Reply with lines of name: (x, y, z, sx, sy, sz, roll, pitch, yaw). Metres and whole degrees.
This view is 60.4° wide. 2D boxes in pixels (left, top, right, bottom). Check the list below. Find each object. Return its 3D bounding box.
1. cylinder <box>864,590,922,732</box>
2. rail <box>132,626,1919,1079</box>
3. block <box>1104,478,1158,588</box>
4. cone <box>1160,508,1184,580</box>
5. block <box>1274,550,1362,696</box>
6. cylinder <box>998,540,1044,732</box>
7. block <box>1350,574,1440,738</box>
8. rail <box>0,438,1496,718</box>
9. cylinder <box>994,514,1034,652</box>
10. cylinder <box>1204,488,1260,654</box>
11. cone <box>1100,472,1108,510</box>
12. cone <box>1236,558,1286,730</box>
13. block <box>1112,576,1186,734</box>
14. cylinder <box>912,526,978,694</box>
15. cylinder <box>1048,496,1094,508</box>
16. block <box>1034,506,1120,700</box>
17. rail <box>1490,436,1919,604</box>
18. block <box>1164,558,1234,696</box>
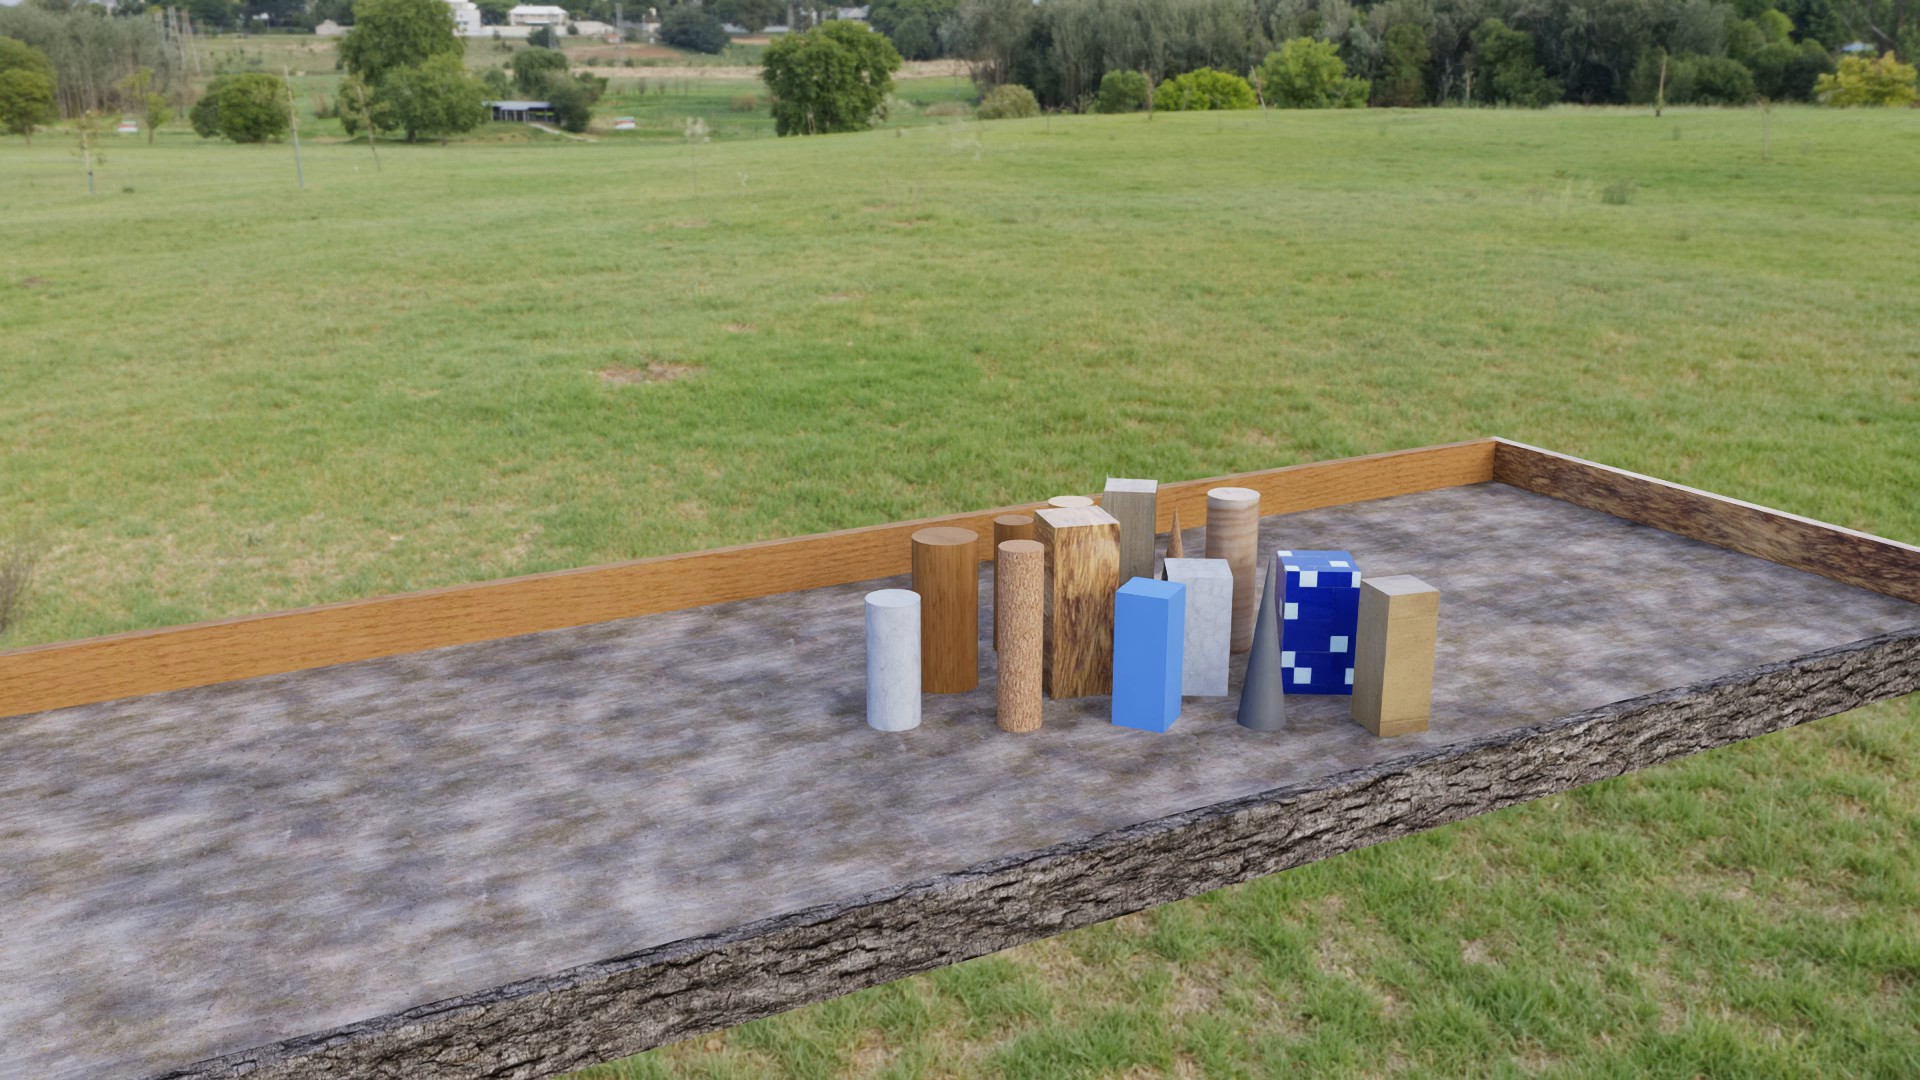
cylinder: (-0.155, 0.280, 3.858, 0.129, 0.306, 0.129, 0, 16, 0)
rail: (-2.336, 1.006, 1.665, 12.000, 0.150, 0.050, -9, 18, -27)
block: (0.446, 0.067, 4.352, 0.131, 0.437, 0.131, 2, 17, 8)
cone: (0.595, 0.058, 4.579, 0.106, 0.326, 0.106, 0, 16, 0)
block: (0.881, 0.203, 4.101, 0.177, 0.317, 0.177, 1, 16, 3)
cylinder: (0.140, 0.223, 3.822, 0.105, 0.436, 0.105, 0, 16, 0)
block: (1.009, 0.268, 3.834, 0.129, 0.344, 0.129, -5, 17, -16)
rail: (-3.305, 0.497, 3.399, 12.000, 0.150, 0.050, -9, 18, -27)
cylinder: (0.139, 0.117, 4.332, 0.102, 0.352, 0.102, 0, 16, 0)
cylinder: (0.711, 0.080, 4.340, 0.135, 0.418, 0.135, 0, 16, 0)
cone: (0.428, -0.033, 4.843, 0.105, 0.352, 0.105, 0, 16, 0)
cone: (0.712, 0.230, 3.841, 0.116, 0.412, 0.116, 0, 16, 0)
block: (0.442, 0.268, 3.863, 0.128, 0.328, 0.128, 8, 18, 24)
cylinder: (-0.037, 0.173, 4.088, 0.164, 0.382, 0.164, 0, 16, 0)
cylinder: (0.307, 0.047, 4.624, 0.125, 0.322, 0.125, 0, 16, 0)
block: (0.283, 0.152, 4.062, 0.164, 0.437, 0.164, -4, 17, -14)
rail: (2.466, -0.048, 5.253, 0.050, 0.150, 2.100, -9, 18, -27)
block: (0.583, 0.214, 4.085, 0.155, 0.305, 0.155, 1, 16, 3)
